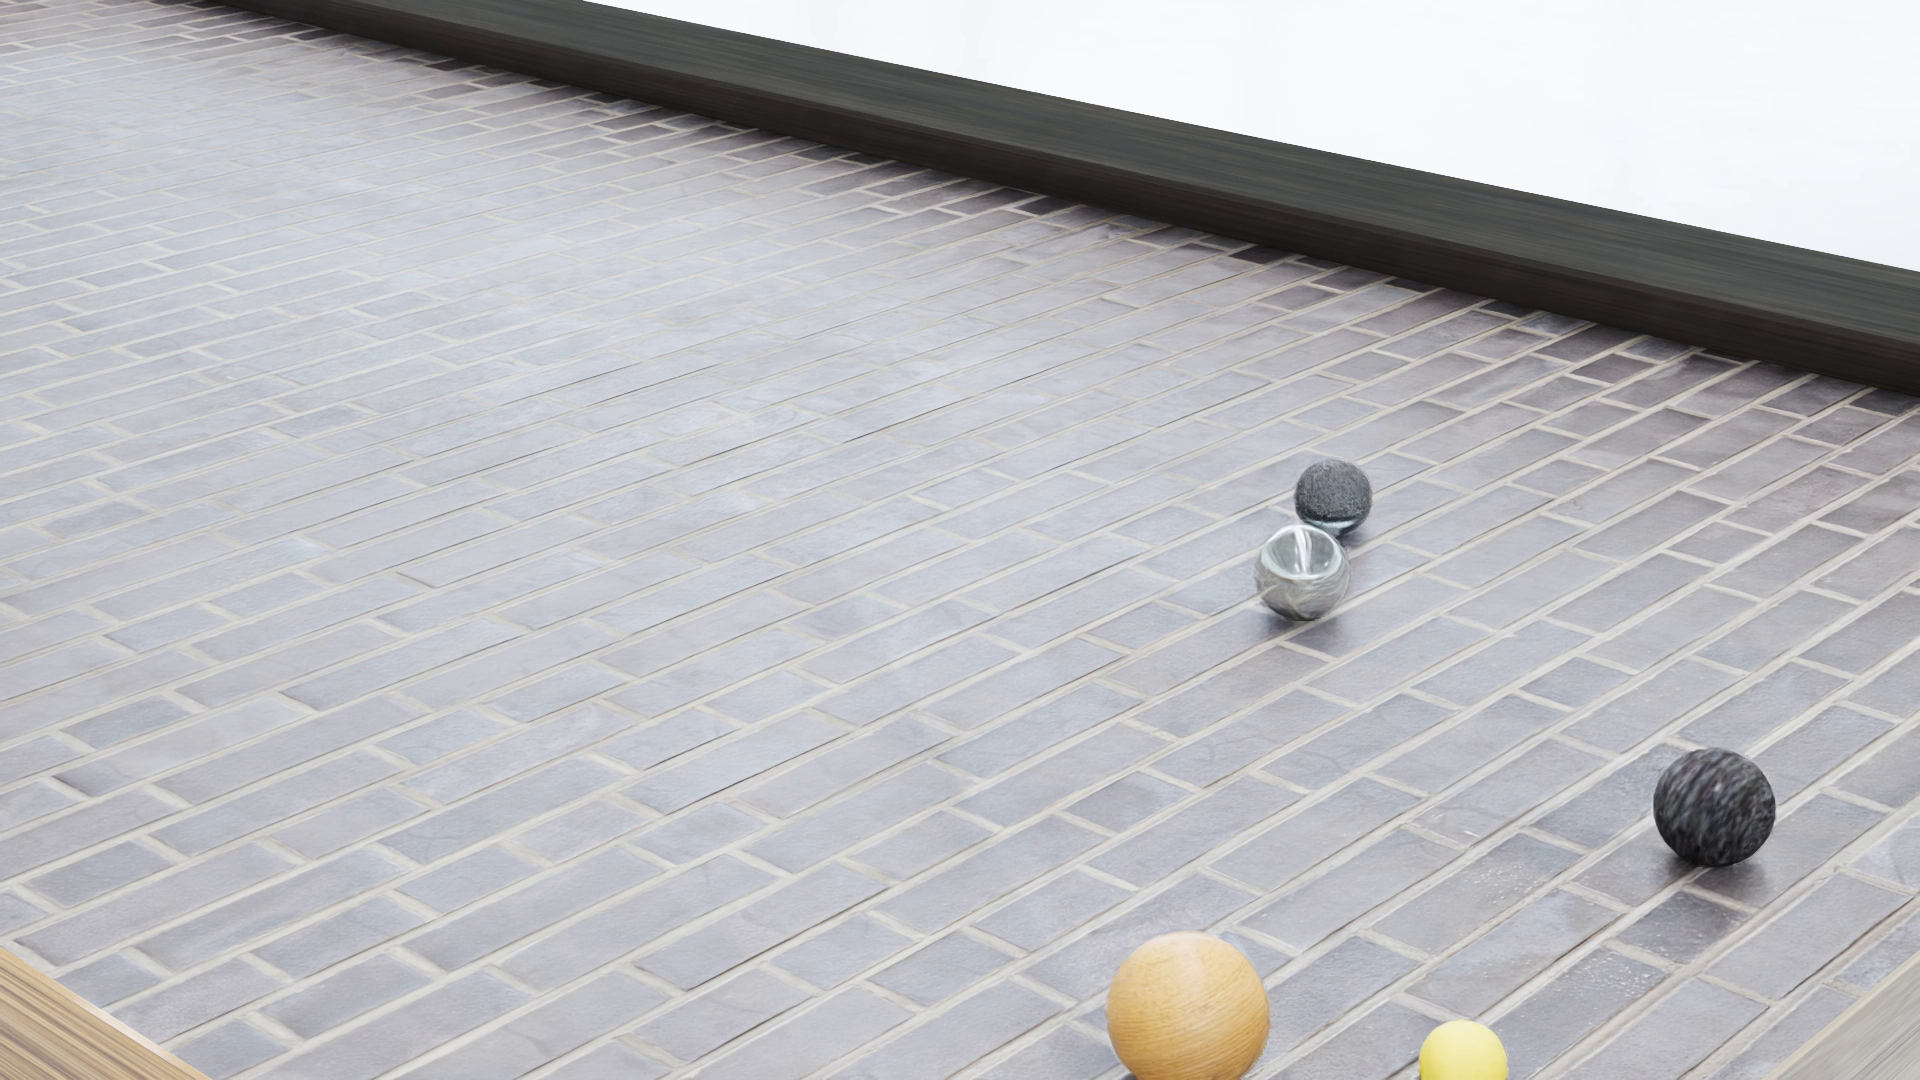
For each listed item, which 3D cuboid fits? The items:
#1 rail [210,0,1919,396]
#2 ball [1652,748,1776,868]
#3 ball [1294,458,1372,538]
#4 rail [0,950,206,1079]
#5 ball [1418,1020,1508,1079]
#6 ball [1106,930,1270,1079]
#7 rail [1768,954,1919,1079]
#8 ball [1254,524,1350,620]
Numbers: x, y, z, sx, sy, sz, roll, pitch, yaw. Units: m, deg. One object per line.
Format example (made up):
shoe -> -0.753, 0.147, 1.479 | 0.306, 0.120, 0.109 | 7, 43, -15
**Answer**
rail -> -0.068, -0.553, 3.878 | 4.043, 0.130, 0.045 | 19, 28, 39
ball -> 0.532, 0.189, 2.074 | 0.084, 0.084, 0.084 | 0, 22, 0
ball -> 0.338, -0.038, 2.663 | 0.071, 0.071, 0.071 | 0, 22, 0
rail -> -1.425, -0.005, 2.496 | 4.043, 0.130, 0.045 | 19, 28, 39
ball -> 0.306, 0.319, 1.787 | 0.054, 0.054, 0.054 | 0, 22, 0
ball -> 0.139, 0.289, 1.798 | 0.100, 0.100, 0.100 | 0, 22, 0
rail -> 0.729, 0.218, 1.935 | 0.045, 0.130, 2.060 | 19, 28, 39
ball -> 0.288, 0.027, 2.485 | 0.081, 0.081, 0.081 | 0, 22, 0
